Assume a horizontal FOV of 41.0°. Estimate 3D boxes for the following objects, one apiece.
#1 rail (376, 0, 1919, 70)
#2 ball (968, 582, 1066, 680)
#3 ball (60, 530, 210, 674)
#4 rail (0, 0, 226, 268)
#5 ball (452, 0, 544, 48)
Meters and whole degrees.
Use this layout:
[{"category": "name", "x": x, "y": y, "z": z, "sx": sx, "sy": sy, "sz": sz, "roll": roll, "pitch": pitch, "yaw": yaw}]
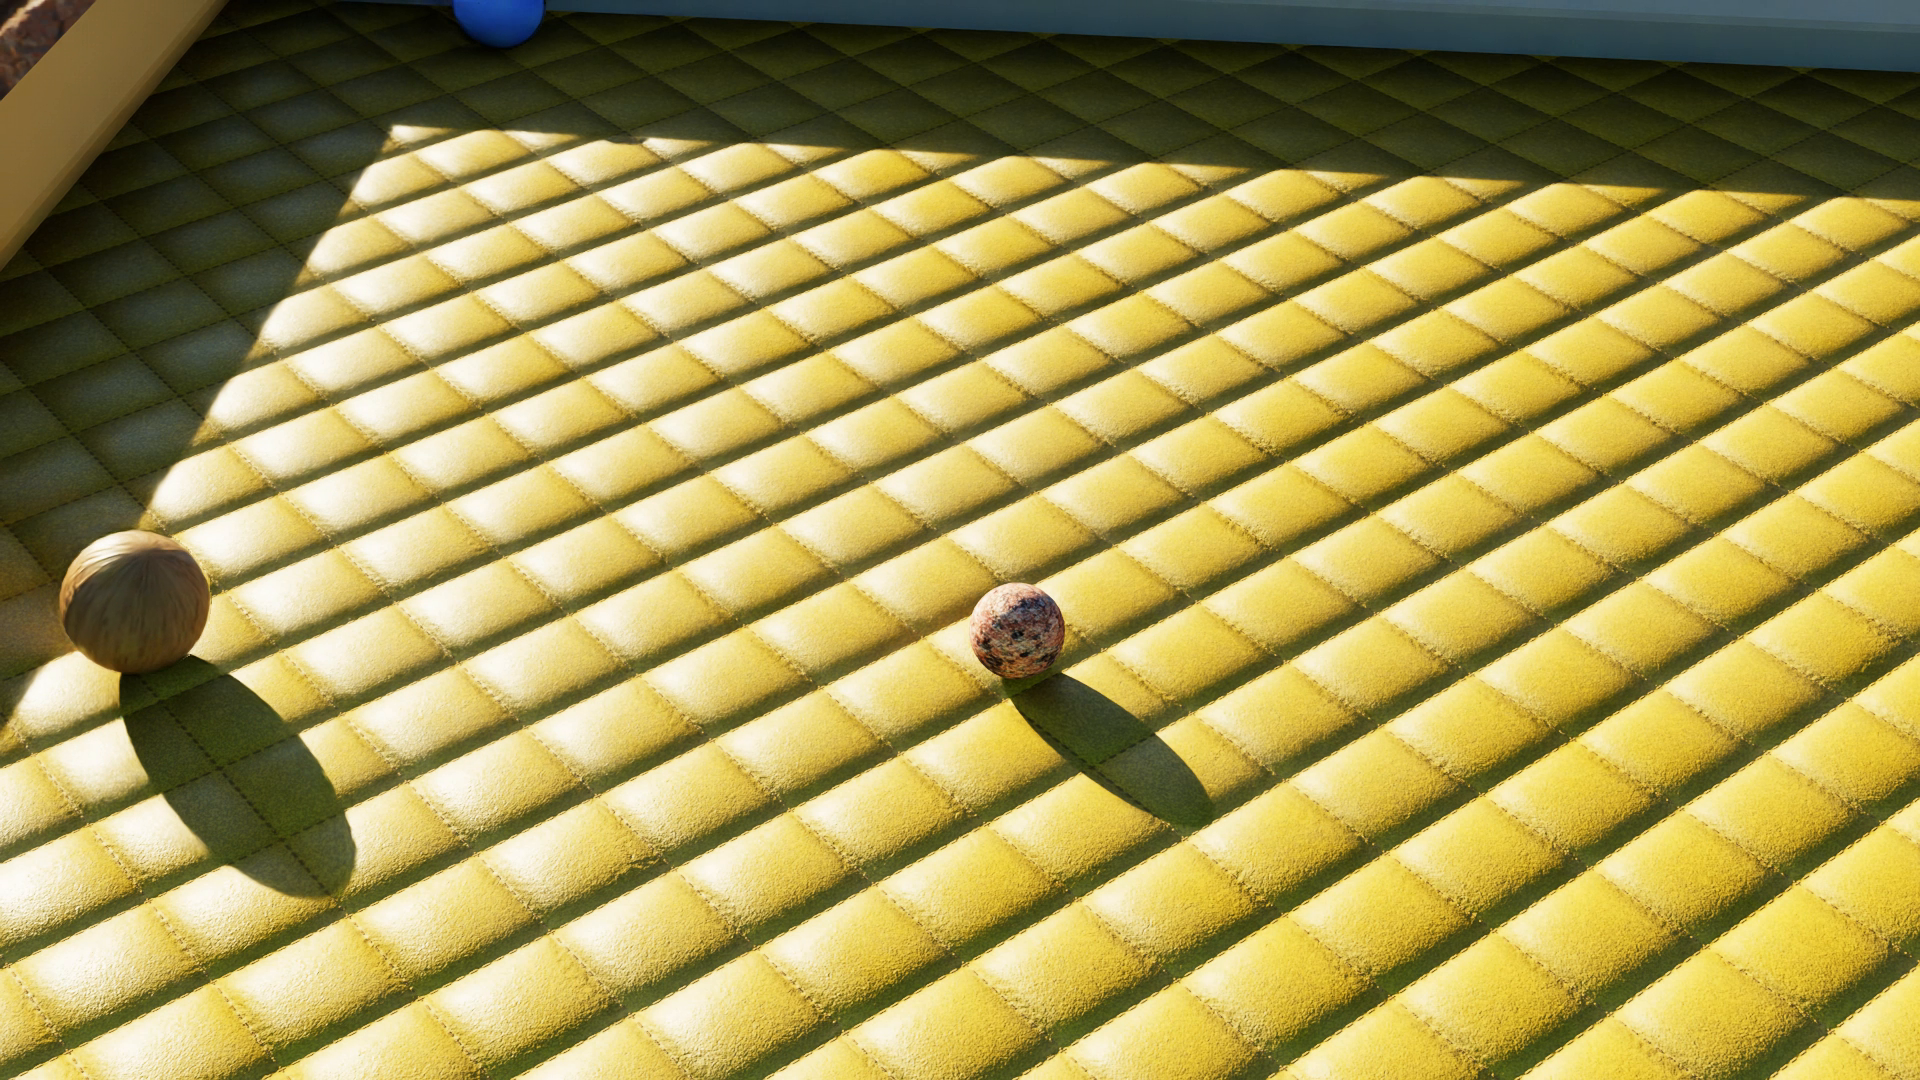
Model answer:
[{"category": "rail", "x": 0.964, "y": -0.500, "z": 2.471, "sx": 3.477, "sy": 0.126, "sz": 0.045, "roll": 4, "pitch": 35, "yaw": 5}, {"category": "ball", "x": 0.038, "y": 0.061, "z": 1.730, "sx": 0.065, "sy": 0.065, "sz": 0.065, "roll": 0, "pitch": 35, "yaw": 0}, {"category": "ball", "x": -0.556, "y": 0.042, "z": 1.730, "sx": 0.097, "sy": 0.097, "sz": 0.097, "roll": 0, "pitch": 35, "yaw": 0}, {"category": "rail", "x": -0.841, "y": -0.078, "z": 1.873, "sx": 0.045, "sy": 0.126, "sz": 1.896, "roll": 4, "pitch": 35, "yaw": 5}, {"category": "ball", "x": -0.460, "y": -0.536, "z": 2.555, "sx": 0.091, "sy": 0.091, "sz": 0.091, "roll": 0, "pitch": 35, "yaw": 0}]
